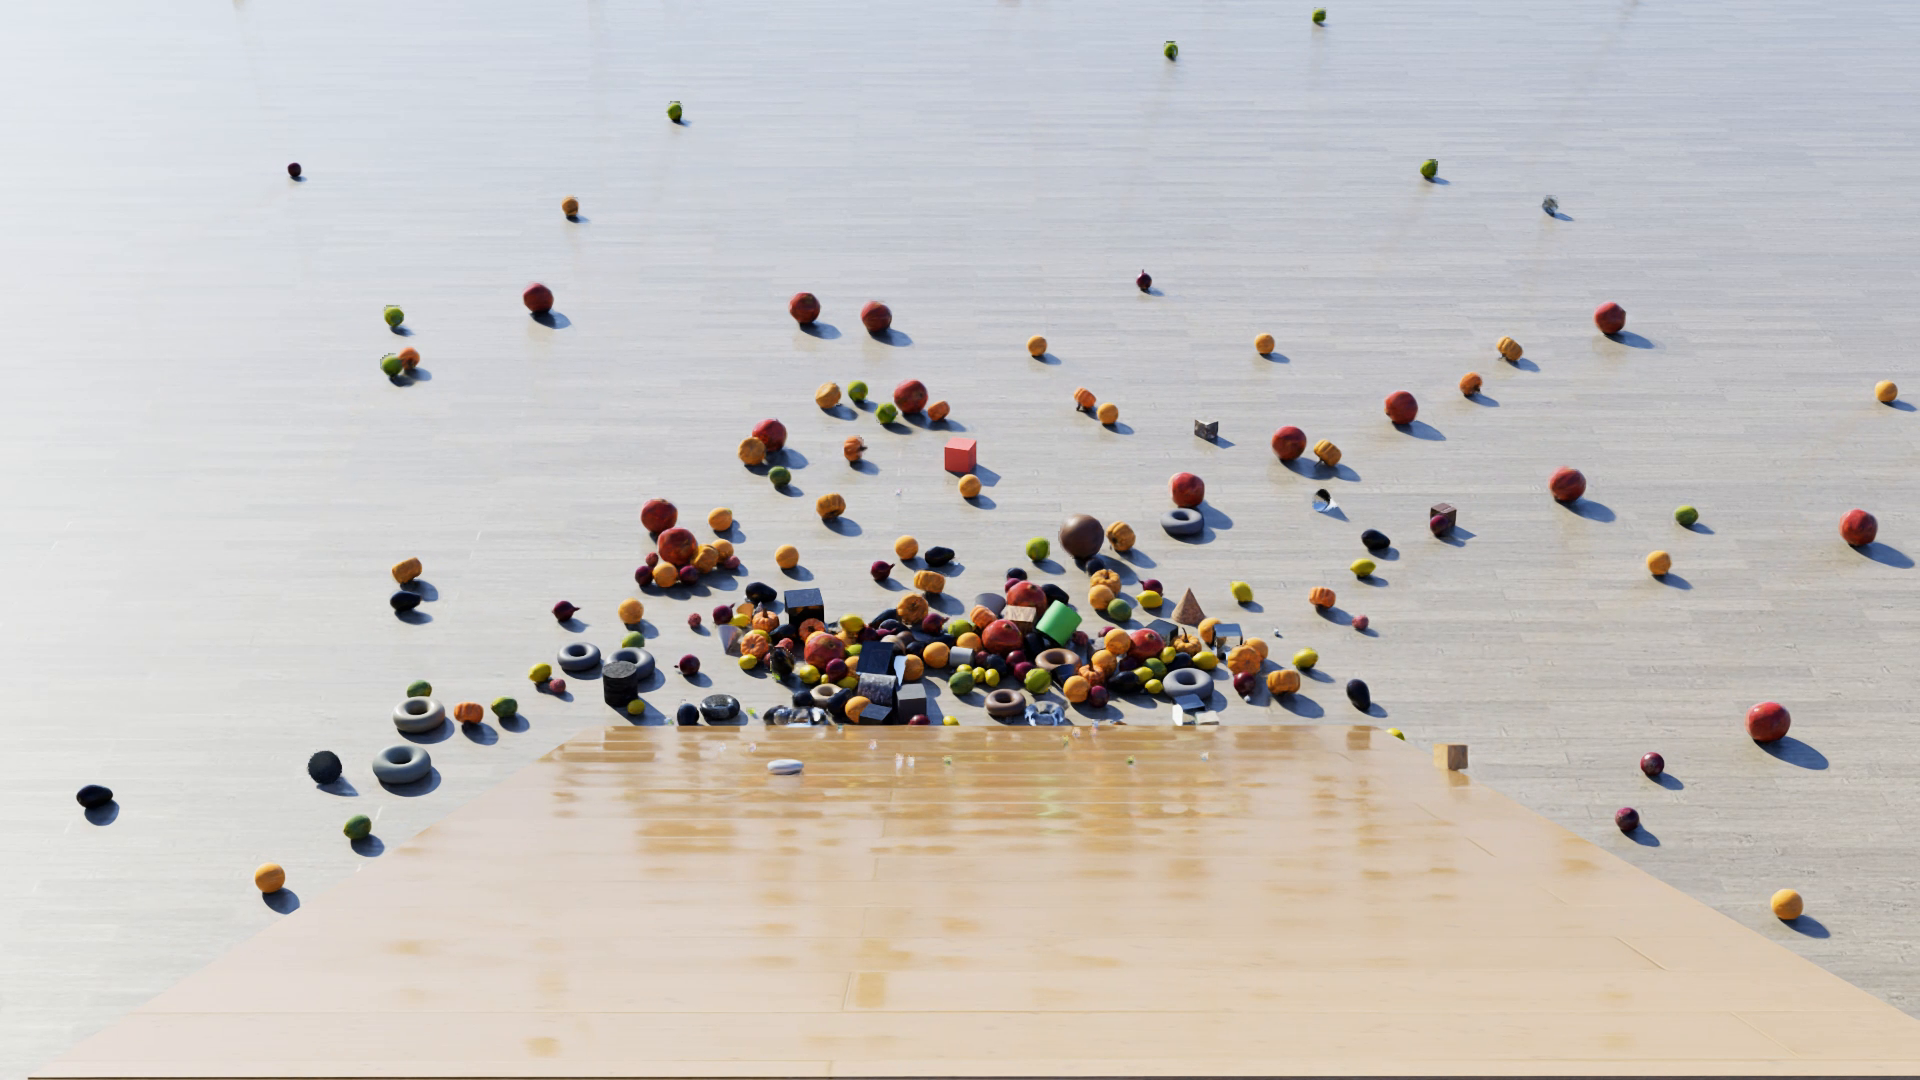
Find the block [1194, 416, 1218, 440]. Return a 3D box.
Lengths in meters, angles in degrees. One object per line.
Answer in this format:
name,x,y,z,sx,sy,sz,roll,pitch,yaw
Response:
block,0.797,-0.363,8.348,0.054,0.054,0.054,-19,33,-32

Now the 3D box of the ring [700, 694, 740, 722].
ring,-0.634,0.442,6.810,0.109,0.036,0.109,1,26,0

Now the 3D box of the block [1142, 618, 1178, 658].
block,0.551,0.271,7.104,0.071,0.071,0.071,19,33,33

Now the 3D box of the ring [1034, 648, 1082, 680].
ring,0.266,0.338,7.004,0.131,0.044,0.131,-1,28,0

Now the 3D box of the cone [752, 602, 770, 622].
cone,-0.561,0.196,7.268,0.054,0.054,0.054,0,27,0

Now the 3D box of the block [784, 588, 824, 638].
block,-0.434,0.204,7.201,0.099,0.099,0.099,-5,28,-9

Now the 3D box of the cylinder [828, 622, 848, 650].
cylinder,-0.338,0.264,7.133,0.057,0.057,0.057,0,27,0

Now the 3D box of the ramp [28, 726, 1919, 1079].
ramp,0.062,0.556,4.593,2.000,0.100,4.000,0,1,0

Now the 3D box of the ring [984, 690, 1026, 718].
ring,0.119,0.432,6.829,0.113,0.038,0.113,-1,27,1

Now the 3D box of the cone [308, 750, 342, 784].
cone,-1.600,0.573,6.554,0.085,0.085,0.085,1,1,1

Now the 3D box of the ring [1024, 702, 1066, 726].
ring,0.222,0.458,6.779,0.109,0.036,0.109,1,26,0

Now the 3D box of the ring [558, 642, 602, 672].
ring,-1.039,0.318,7.046,0.120,0.040,0.120,0,29,0

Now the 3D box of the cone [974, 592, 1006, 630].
cone,0.081,0.212,7.249,0.092,0.092,0.092,3,54,7

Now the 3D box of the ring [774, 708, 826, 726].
ring,-0.412,0.456,6.646,0.137,0.046,0.137,-1,-5,0

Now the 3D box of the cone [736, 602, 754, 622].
cone,-0.597,0.215,7.264,0.054,0.054,0.054,-10,55,-18

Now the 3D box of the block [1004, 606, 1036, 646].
block,0.166,0.239,7.156,0.080,0.080,0.080,5,28,9

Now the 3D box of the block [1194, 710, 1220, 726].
block,0.642,0.481,6.717,0.052,0.052,0.052,-4,28,-8

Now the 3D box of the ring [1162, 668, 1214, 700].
ring,0.610,0.389,6.903,0.139,0.046,0.139,-1,28,1

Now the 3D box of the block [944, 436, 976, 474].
block,0.002,-0.268,8.137,0.080,0.080,0.080,8,29,16

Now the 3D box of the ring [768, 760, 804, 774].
ring,-0.368,0.480,5.457,0.077,0.026,0.077,-1,2,0

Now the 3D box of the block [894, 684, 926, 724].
block,-0.129,0.430,6.793,0.073,0.073,0.073,-4,28,-8

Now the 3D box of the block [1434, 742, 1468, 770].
block,1.054,0.464,5.549,0.052,0.052,0.052,0,1,-25

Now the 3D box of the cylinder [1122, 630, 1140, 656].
cylinder,0.471,0.282,7.104,0.051,0.051,0.051,0,27,0

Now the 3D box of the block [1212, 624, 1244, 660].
block,0.734,0.279,7.087,0.072,0.072,0.072,-2,27,-4

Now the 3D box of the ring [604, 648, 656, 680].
ring,-0.896,0.339,7.000,0.141,0.047,0.141,0,28,0

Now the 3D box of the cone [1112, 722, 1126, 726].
cone,0.389,0.508,6.684,0.075,0.075,0.075,-22,8,-36

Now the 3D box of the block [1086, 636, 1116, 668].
block,0.384,0.307,7.048,0.058,0.058,0.058,-10,29,-19

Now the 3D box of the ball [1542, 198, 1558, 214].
ball,2.332,-1.321,10.194,0.062,0.062,0.062,0,27,0

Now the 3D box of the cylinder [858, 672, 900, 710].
cylinder,-0.216,0.401,6.828,0.092,0.092,0.092,5,28,10

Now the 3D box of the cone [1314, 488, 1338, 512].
cone,1.130,-0.114,7.890,0.072,0.072,0.072,14,15,-38

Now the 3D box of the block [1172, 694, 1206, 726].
block,0.599,0.451,6.763,0.064,0.064,0.064,-8,28,-15

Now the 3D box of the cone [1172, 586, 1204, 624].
cone,0.643,0.173,7.266,0.095,0.095,0.095,0,27,0

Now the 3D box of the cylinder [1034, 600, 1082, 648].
cylinder,0.272,0.232,7.111,0.095,0.095,0.095,28,78,42

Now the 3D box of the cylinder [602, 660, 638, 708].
cylinder,-0.903,0.383,6.865,0.090,0.090,0.090,0,27,0

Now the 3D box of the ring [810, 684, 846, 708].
ring,-0.351,0.416,6.864,0.100,0.033,0.100,1,27,0

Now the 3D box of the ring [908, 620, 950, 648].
ring,-0.087,0.262,7.157,0.118,0.039,0.118,0,26,0

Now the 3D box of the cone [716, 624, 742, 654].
cone,-0.642,0.284,7.118,0.075,0.075,0.075,4,55,7

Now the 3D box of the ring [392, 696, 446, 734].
ring,-1.419,0.458,6.769,0.140,0.047,0.140,1,29,0

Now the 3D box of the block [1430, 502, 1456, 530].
block,1.456,-0.071,7.783,0.055,0.055,0.055,-20,33,-33

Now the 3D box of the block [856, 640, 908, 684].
block,-0.210,0.332,6.906,0.092,0.092,0.092,2,65,25

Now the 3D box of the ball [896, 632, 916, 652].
ball,-0.152,0.279,7.100,0.058,0.058,0.058,0,27,0

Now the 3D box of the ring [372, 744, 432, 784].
ring,-1.417,0.568,6.552,0.147,0.049,0.147,1,28,-1

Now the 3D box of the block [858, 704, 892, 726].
block,-0.219,0.475,6.714,0.066,0.066,0.066,11,29,20

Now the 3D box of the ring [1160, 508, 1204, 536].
ring,0.669,-0.055,7.763,0.133,0.044,0.133,0,26,0
